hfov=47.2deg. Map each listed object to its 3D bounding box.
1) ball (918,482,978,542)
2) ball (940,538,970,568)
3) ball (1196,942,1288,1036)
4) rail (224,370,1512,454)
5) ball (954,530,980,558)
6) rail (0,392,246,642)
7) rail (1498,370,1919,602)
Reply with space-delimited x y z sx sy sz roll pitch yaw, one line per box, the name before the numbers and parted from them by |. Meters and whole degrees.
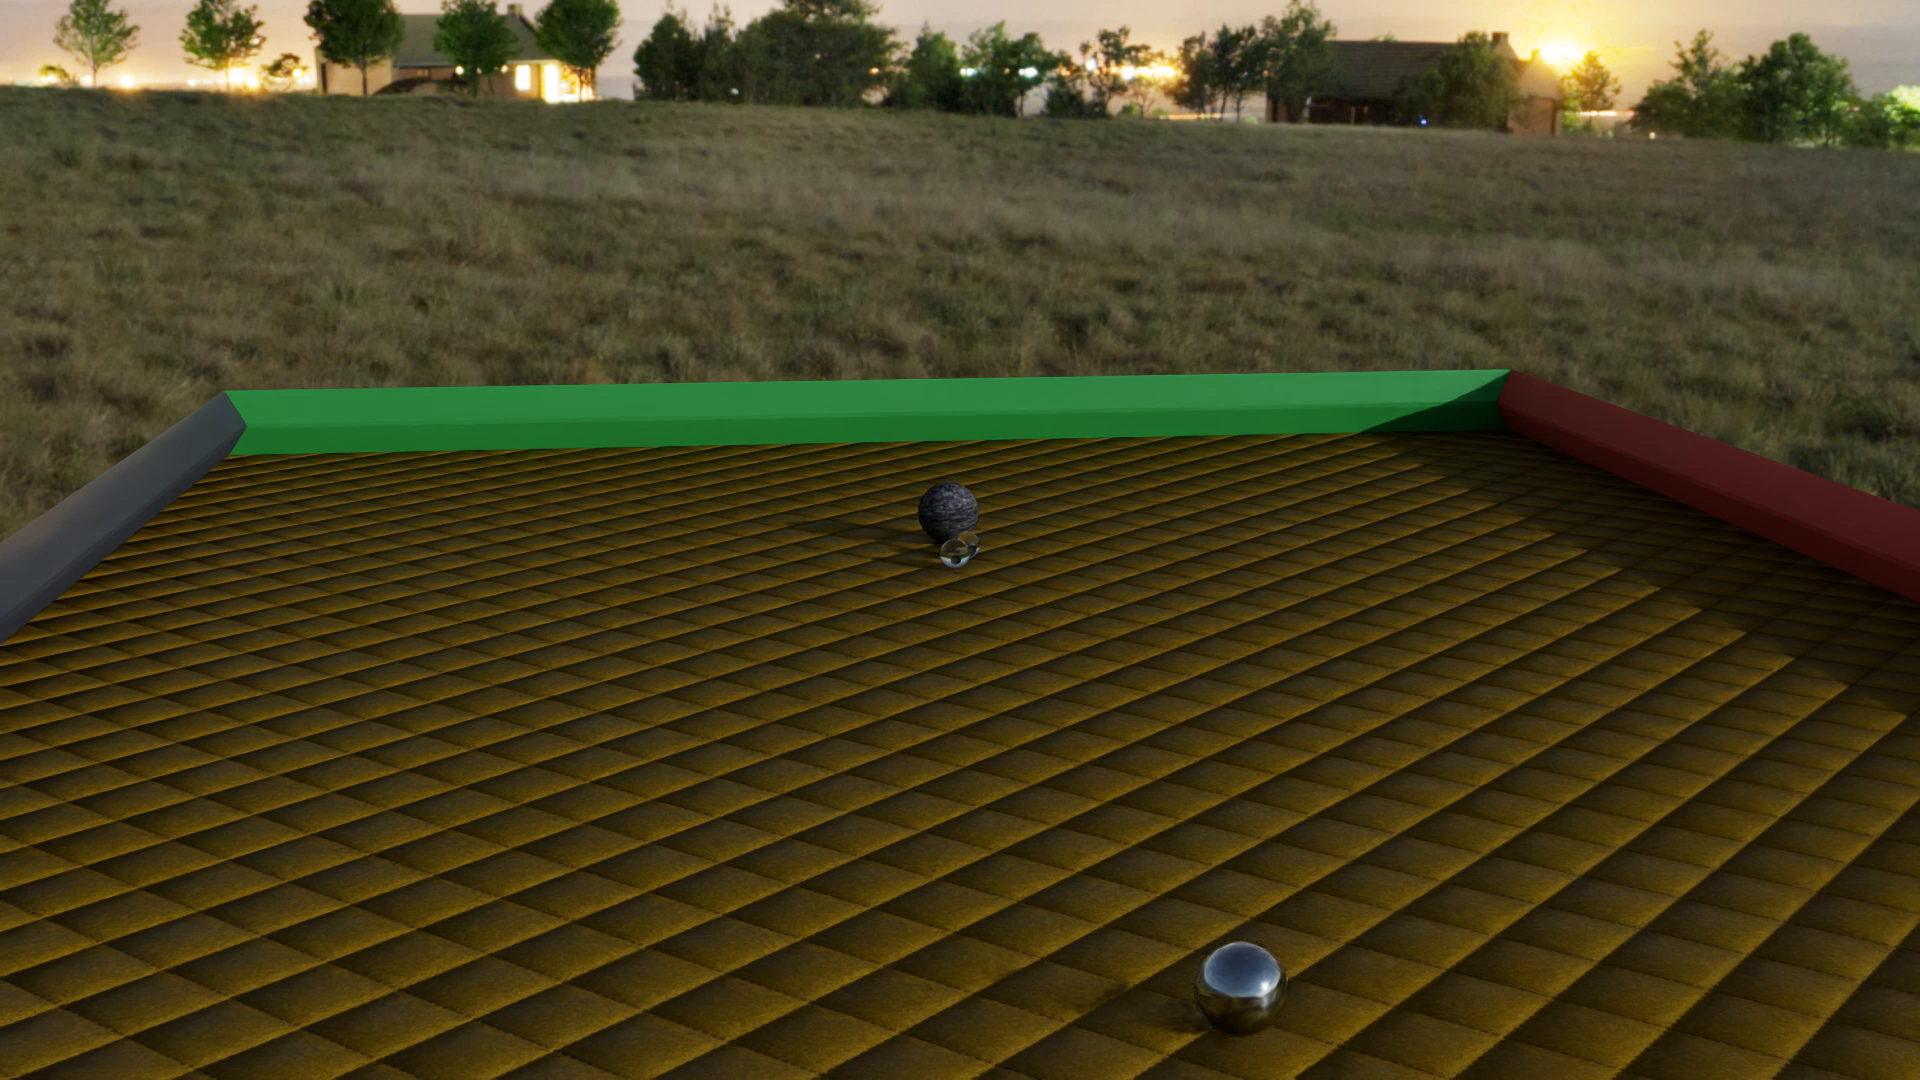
ball | -0.018 -0.042 3.319 0.092 0.092 0.092 0 12 0
ball | -0.007 0.020 3.144 0.043 0.043 0.043 0 12 0
ball | 0.206 0.328 1.610 0.068 0.068 0.068 0 12 0
rail | -0.130 -0.245 4.218 2.486 0.119 0.045 -1 12 -7
ball | 0.009 0.007 3.207 0.042 0.042 0.042 0 12 0
rail | -1.077 0.219 2.000 0.045 0.119 4.311 -1 12 -7
rail | 1.343 0.158 2.294 0.045 0.119 4.311 -1 12 -7
